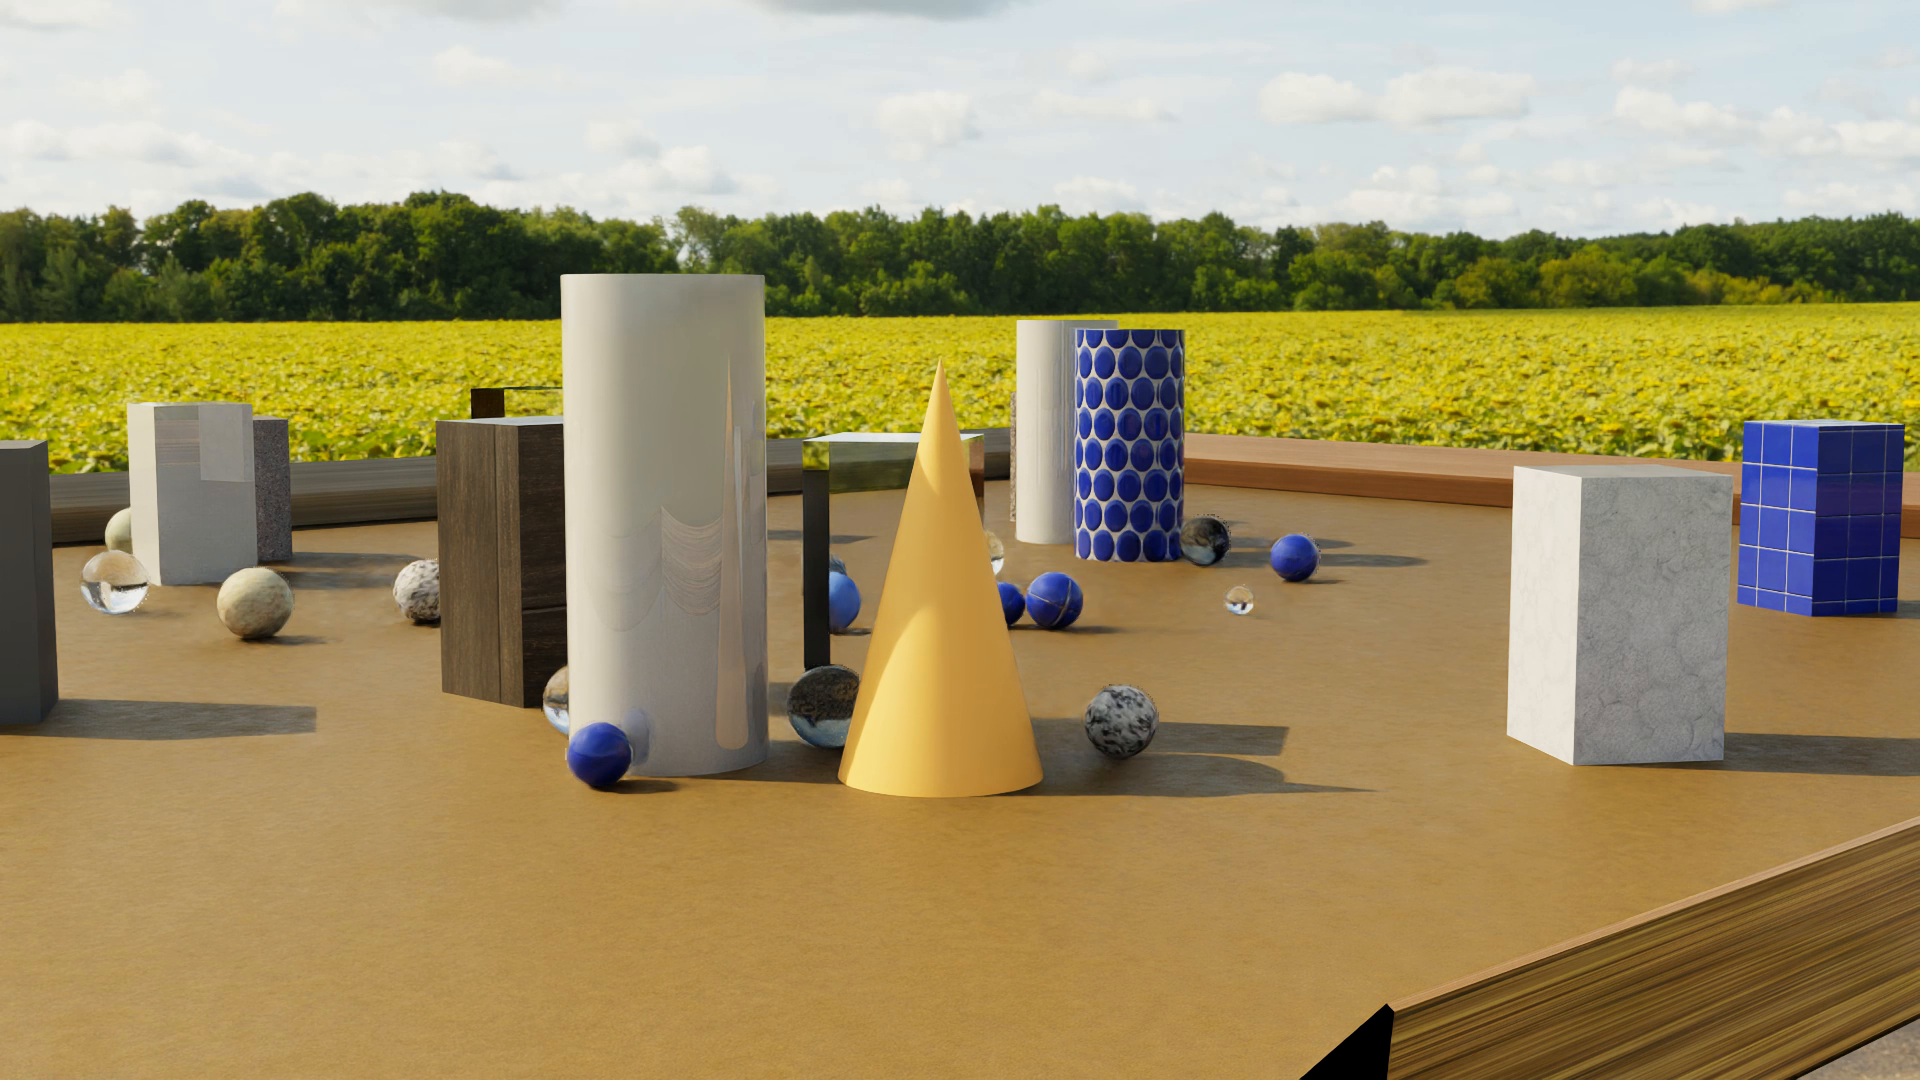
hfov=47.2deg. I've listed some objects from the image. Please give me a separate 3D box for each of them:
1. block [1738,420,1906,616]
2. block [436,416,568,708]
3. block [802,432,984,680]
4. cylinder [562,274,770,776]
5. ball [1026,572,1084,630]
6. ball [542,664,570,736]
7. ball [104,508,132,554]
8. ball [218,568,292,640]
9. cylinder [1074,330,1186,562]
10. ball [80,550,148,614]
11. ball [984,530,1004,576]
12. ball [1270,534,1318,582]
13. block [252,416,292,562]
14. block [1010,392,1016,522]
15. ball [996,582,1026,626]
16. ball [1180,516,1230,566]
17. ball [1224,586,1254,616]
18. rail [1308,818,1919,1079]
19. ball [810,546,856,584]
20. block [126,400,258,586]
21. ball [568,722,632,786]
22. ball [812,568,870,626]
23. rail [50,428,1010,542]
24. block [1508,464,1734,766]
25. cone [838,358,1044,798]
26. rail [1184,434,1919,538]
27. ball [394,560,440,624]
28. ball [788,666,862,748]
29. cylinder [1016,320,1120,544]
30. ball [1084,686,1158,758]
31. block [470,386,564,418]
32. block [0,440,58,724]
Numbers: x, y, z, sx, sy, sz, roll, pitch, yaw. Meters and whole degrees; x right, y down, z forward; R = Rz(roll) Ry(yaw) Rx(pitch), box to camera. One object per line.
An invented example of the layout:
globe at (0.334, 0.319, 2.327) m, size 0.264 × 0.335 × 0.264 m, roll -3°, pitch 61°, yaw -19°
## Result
block at (1.290, -0.037, 3.300) m, size 0.159 × 0.278 × 0.159 m, roll -2°, pitch 6°, yaw -20°
block at (-0.495, 0.019, 2.566) m, size 0.159 × 0.318 × 0.159 m, roll 5°, pitch 8°, yaw 42°
block at (-0.068, 0.046, 2.342) m, size 0.159 × 0.311 × 0.159 m, roll 1°, pitch 6°, yaw 12°
cylinder at (-0.291, -0.021, 2.181) m, size 0.199 × 0.479 × 0.199 m, roll 0°, pitch 6°, yaw 0°
ball at (0.133, 0.085, 3.082) m, size 0.081 × 0.081 × 0.081 m, roll 0°, pitch 6°, yaw 0°
ball at (-0.395, 0.167, 2.297) m, size 0.080 × 0.080 × 0.080 m, roll 0°, pitch 6°, yaw 0°
ball at (-1.457, -0.008, 3.884) m, size 0.099 × 0.099 × 0.099 m, roll 0°, pitch 6°, yaw 0°
ball at (-0.958, 0.086, 2.989) m, size 0.098 × 0.098 × 0.098 m, roll 0°, pitch 6°, yaw 0°
cylinder at (0.307, -0.175, 3.988) m, size 0.199 × 0.411 × 0.199 m, roll 0°, pitch 6°, yaw 0°
ball at (-1.243, 0.063, 3.232) m, size 0.094 × 0.094 × 0.094 m, roll 0°, pitch 6°, yaw 0°
ball at (0.028, 0.026, 3.607) m, size 0.090 × 0.090 × 0.090 m, roll 0°, pitch 6°, yaw 0°
ball at (0.551, 0.029, 3.625) m, size 0.079 × 0.079 × 0.079 m, roll 0°, pitch 6°, yaw 0°
block at (-1.306, -0.093, 3.962) m, size 0.159 × 0.252 × 0.159 m, roll -3°, pitch 7°, yaw -29°
block at (0.219, -0.178, 4.665) m, size 0.159 × 0.275 × 0.159 m, roll 5°, pitch 8°, yaw 41°
ball at (0.061, 0.091, 3.108) m, size 0.063 × 0.063 × 0.063 m, roll 0°, pitch 6°, yaw 0°
ball at (0.429, 0.001, 3.854) m, size 0.088 × 0.088 × 0.088 m, roll 0°, pitch 6°, yaw 0°
ball at (0.410, 0.089, 3.225) m, size 0.042 × 0.042 × 0.042 m, roll 0°, pitch 6°, yaw 0°
rail at (1.240, 0.173, 1.995) m, size 4.076 × 0.129 × 0.045 m, roll -5°, pitch 8°, yaw -42°
ball at (-0.202, 0.047, 3.488) m, size 0.073 × 0.073 × 0.073 m, roll 0°, pitch 6°, yaw 0°
block at (-1.279, -0.082, 3.662) m, size 0.159 × 0.292 × 0.159 m, roll -4°, pitch 7°, yaw -35°
ball at (-0.338, 0.201, 2.067) m, size 0.060 × 0.060 × 0.060 m, roll 0°, pitch 6°, yaw 0°
ball at (-0.168, 0.080, 3.117) m, size 0.083 × 0.083 × 0.083 m, roll 0°, pitch 6°, yaw 0°
rail at (-1.240, -0.106, 4.668) m, size 4.076 × 0.129 × 0.045 m, roll -5°, pitch 8°, yaw -42°
block at (0.668, 0.071, 2.238) m, size 0.159 × 0.284 × 0.159 m, roll -1°, pitch 6°, yaw -9°
cone at (-0.018, 0.026, 2.097) m, size 0.199 × 0.403 × 0.199 m, roll 0°, pitch 6°, yaw 0°
rail at (1.481, -0.108, 4.691) m, size 0.045 × 0.129 × 3.704 m, roll -5°, pitch 8°, yaw -42°
ball at (-0.764, 0.074, 3.145) m, size 0.090 × 0.090 × 0.090 m, roll 0°, pitch 6°, yaw 0°
ball at (-0.134, 0.170, 2.244) m, size 0.085 × 0.085 × 0.085 m, roll 0°, pitch 6°, yaw 0°
cylinder at (0.209, -0.214, 4.279) m, size 0.199 × 0.426 × 0.199 m, roll 0°, pitch 6°, yaw 0°
ball at (0.161, 0.181, 2.198) m, size 0.072 × 0.072 × 0.072 m, roll 0°, pitch 6°, yaw 0°
block at (-0.773, -0.124, 4.007) m, size 0.159 × 0.305 × 0.159 m, roll 4°, pitch 7°, yaw 31°
block at (-1.094, 0.044, 2.423) m, size 0.159 × 0.298 × 0.159 m, roll -2°, pitch 6°, yaw -16°
